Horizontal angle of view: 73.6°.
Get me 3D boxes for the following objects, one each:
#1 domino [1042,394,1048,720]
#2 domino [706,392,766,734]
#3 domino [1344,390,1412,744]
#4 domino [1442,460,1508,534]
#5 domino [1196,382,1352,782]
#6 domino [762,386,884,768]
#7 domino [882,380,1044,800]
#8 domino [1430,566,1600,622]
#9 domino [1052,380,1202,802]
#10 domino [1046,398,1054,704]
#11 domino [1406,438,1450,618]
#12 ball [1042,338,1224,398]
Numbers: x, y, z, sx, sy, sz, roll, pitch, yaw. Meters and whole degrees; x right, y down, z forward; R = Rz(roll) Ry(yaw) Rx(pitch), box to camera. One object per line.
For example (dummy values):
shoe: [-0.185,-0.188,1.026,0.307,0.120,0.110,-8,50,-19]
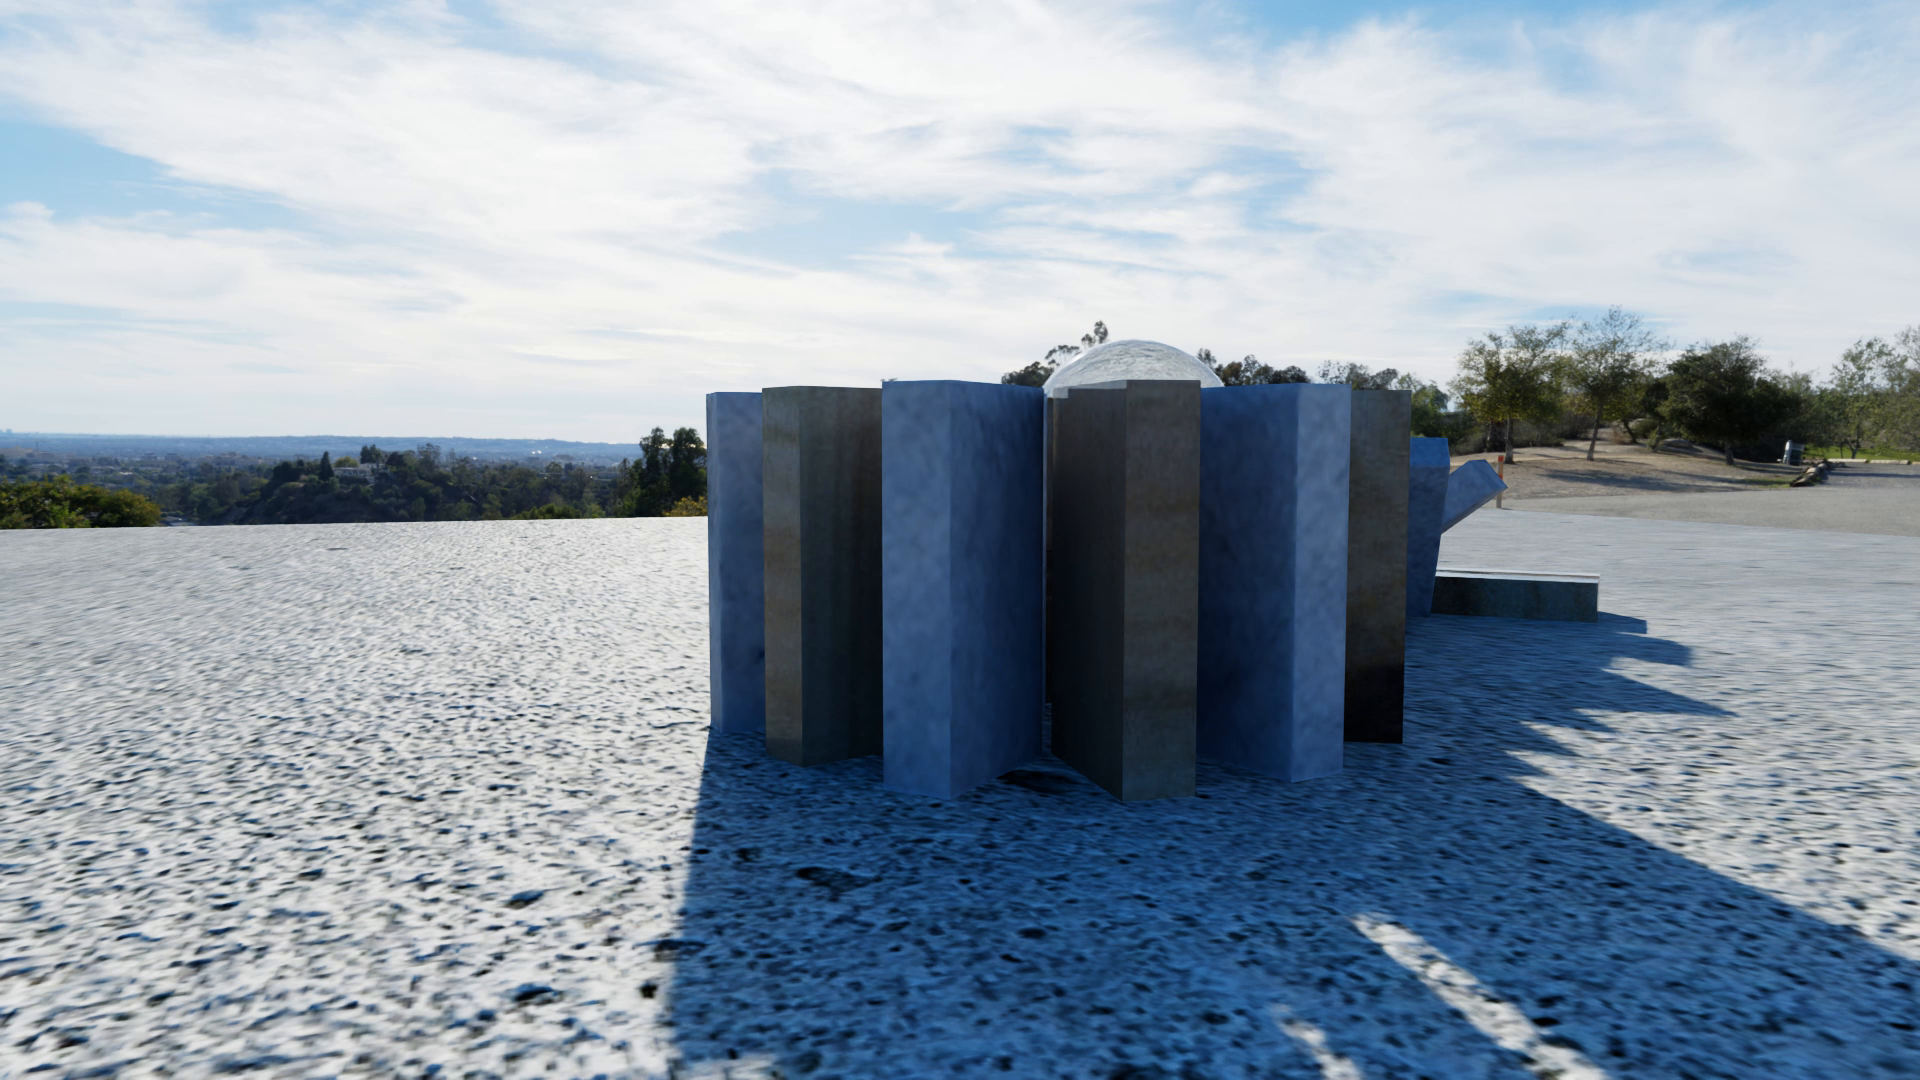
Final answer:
domino: [0.001,0.002,0.201,0.025,0.050,0.010,0,4,-1]
domino: [-0.025,0.003,0.195,0.025,0.050,0.010,-2,5,-21]
domino: [0.051,0.003,0.187,0.025,0.050,0.009,1,4,11]
domino: [0.119,-0.002,0.340,0.050,0.009,0.025,-41,-17,27]
domino: [0.039,0.005,0.172,0.010,0.050,0.025,-3,5,-33]
domino: [-0.014,0.004,0.178,0.025,0.050,0.009,-3,5,-39]
domino: [0.001,0.005,0.165,0.009,0.050,0.025,2,5,30]
domino: [0.135,0.013,0.327,0.050,0.010,0.025,2,5,27]
domino: [0.021,0.005,0.164,0.009,0.050,0.025,-1,4,-16]
domino: [0.006,0.001,0.218,0.025,0.050,0.010,3,5,38]
domino: [0.100,-0.002,0.303,0.025,0.050,0.009,1,46,14]
ball: [0.062,-0.032,0.465,0.080,0.080,0.080,0,4,0]
